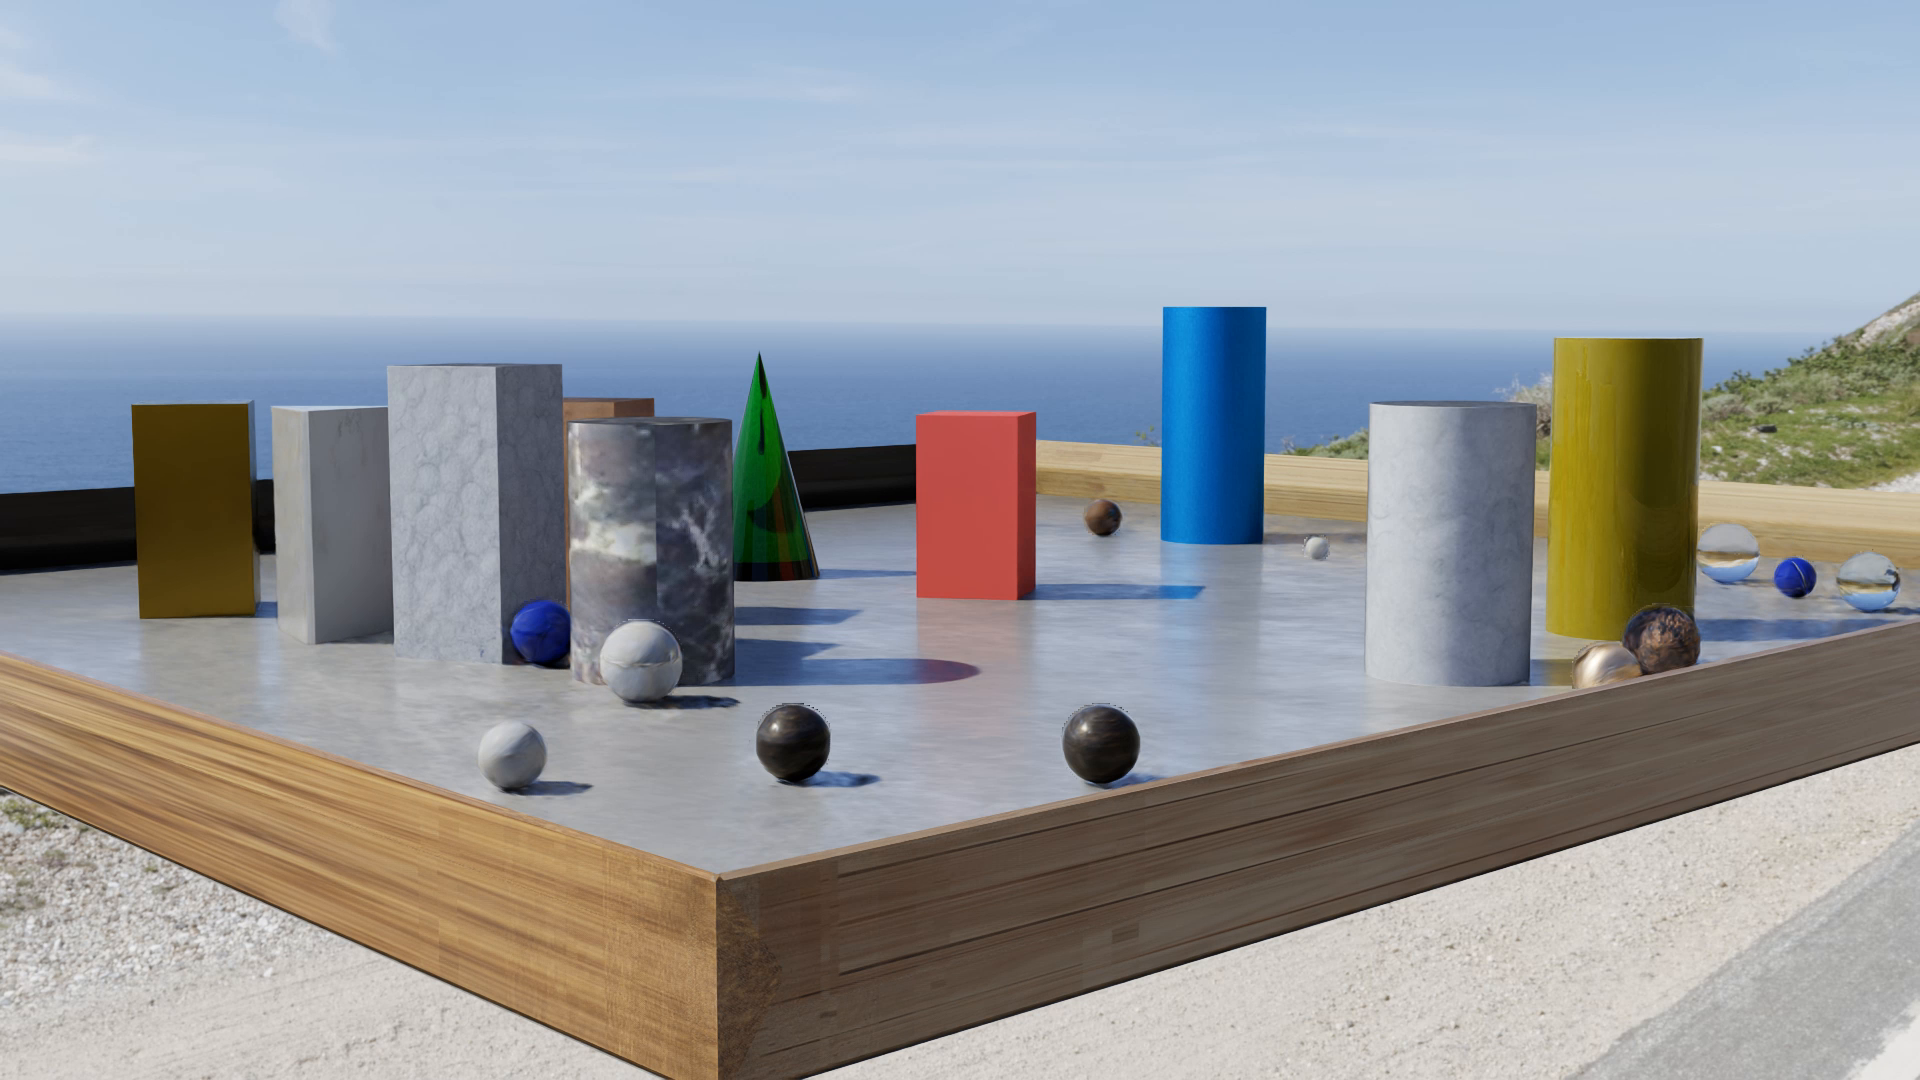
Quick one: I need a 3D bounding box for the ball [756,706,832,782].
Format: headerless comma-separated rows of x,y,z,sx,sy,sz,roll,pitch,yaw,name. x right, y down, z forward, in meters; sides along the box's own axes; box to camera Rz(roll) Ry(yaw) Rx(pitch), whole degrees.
-0.158,0.193,2.090,0.072,0.072,0.072,0,6,0,ball

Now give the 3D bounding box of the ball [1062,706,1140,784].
0.134,0.193,2.079,0.074,0.074,0.074,0,6,0,ball

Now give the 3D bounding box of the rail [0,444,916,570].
-0.974,-0.075,4.382,3.065,0.130,0.045,-5,8,-42,rail

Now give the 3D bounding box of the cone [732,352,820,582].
-0.337,-0.130,3.709,0.200,0.379,0.200,0,6,0,cone

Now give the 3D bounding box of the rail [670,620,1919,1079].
0.974,0.143,2.282,3.065,0.130,0.045,-5,8,-42,rail

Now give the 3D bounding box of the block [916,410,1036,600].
0.027,-0.058,3.477,0.160,0.284,0.160,1,6,12,block

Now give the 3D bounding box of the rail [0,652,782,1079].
-1.109,0.140,2.314,0.045,0.130,2.920,-5,8,-42,rail

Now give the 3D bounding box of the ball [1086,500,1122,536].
0.285,-0.044,4.369,0.073,0.073,0.073,0,6,0,ball

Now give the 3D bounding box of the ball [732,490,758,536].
-0.448,-0.054,4.378,0.090,0.090,0.090,0,6,0,ball

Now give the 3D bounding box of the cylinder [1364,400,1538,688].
0.600,-0.001,2.696,0.200,0.332,0.200,0,6,0,cylinder

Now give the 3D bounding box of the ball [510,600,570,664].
-0.525,0.116,2.774,0.082,0.082,0.082,0,6,0,ball

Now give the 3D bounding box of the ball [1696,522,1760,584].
1.259,0.021,3.608,0.100,0.100,0.100,0,6,0,ball

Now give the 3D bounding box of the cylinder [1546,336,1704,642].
0.920,-0.076,3.049,0.200,0.408,0.200,0,6,0,cylinder

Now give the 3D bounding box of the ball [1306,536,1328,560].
0.641,0.015,3.952,0.042,0.042,0.042,0,6,0,ball

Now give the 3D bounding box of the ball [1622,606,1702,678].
0.846,0.125,2.653,0.091,0.091,0.091,0,6,0,ball

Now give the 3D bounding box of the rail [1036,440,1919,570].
1.109,-0.072,4.349,0.045,0.130,2.920,-5,8,-42,rail

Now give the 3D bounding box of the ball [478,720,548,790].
-0.418,0.201,2.053,0.064,0.064,0.064,0,6,0,ball

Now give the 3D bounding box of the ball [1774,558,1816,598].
1.302,0.059,3.427,0.063,0.063,0.063,0,6,0,ball

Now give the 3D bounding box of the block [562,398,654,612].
-0.545,-0.045,3.191,0.160,0.317,0.160,1,6,13,block

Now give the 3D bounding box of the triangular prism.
-0.847,-0.027,3.042,0.150,0.313,0.173,-3,7,-30,triangular prism

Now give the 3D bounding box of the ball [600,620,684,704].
-0.362,0.139,2.500,0.094,0.094,0.094,0,6,0,ball

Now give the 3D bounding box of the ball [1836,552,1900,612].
1.353,0.062,3.273,0.088,0.088,0.088,0,6,0,ball

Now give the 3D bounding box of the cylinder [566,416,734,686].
-0.378,0.010,2.694,0.200,0.312,0.200,0,6,0,cylinder

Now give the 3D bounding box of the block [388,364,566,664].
-0.625,-0.040,2.859,0.160,0.375,0.160,2,6,20,block

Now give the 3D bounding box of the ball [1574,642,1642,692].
0.727,0.152,2.470,0.074,0.074,0.074,0,6,0,ball

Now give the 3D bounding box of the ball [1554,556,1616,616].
0.918,0.067,3.229,0.086,0.086,0.086,0,6,0,ball

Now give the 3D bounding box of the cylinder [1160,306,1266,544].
0.493,-0.227,4.283,0.200,0.453,0.200,0,6,0,cylinder

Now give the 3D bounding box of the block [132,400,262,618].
-1.133,-0.050,3.272,0.160,0.311,0.160,-2,6,-14,block
